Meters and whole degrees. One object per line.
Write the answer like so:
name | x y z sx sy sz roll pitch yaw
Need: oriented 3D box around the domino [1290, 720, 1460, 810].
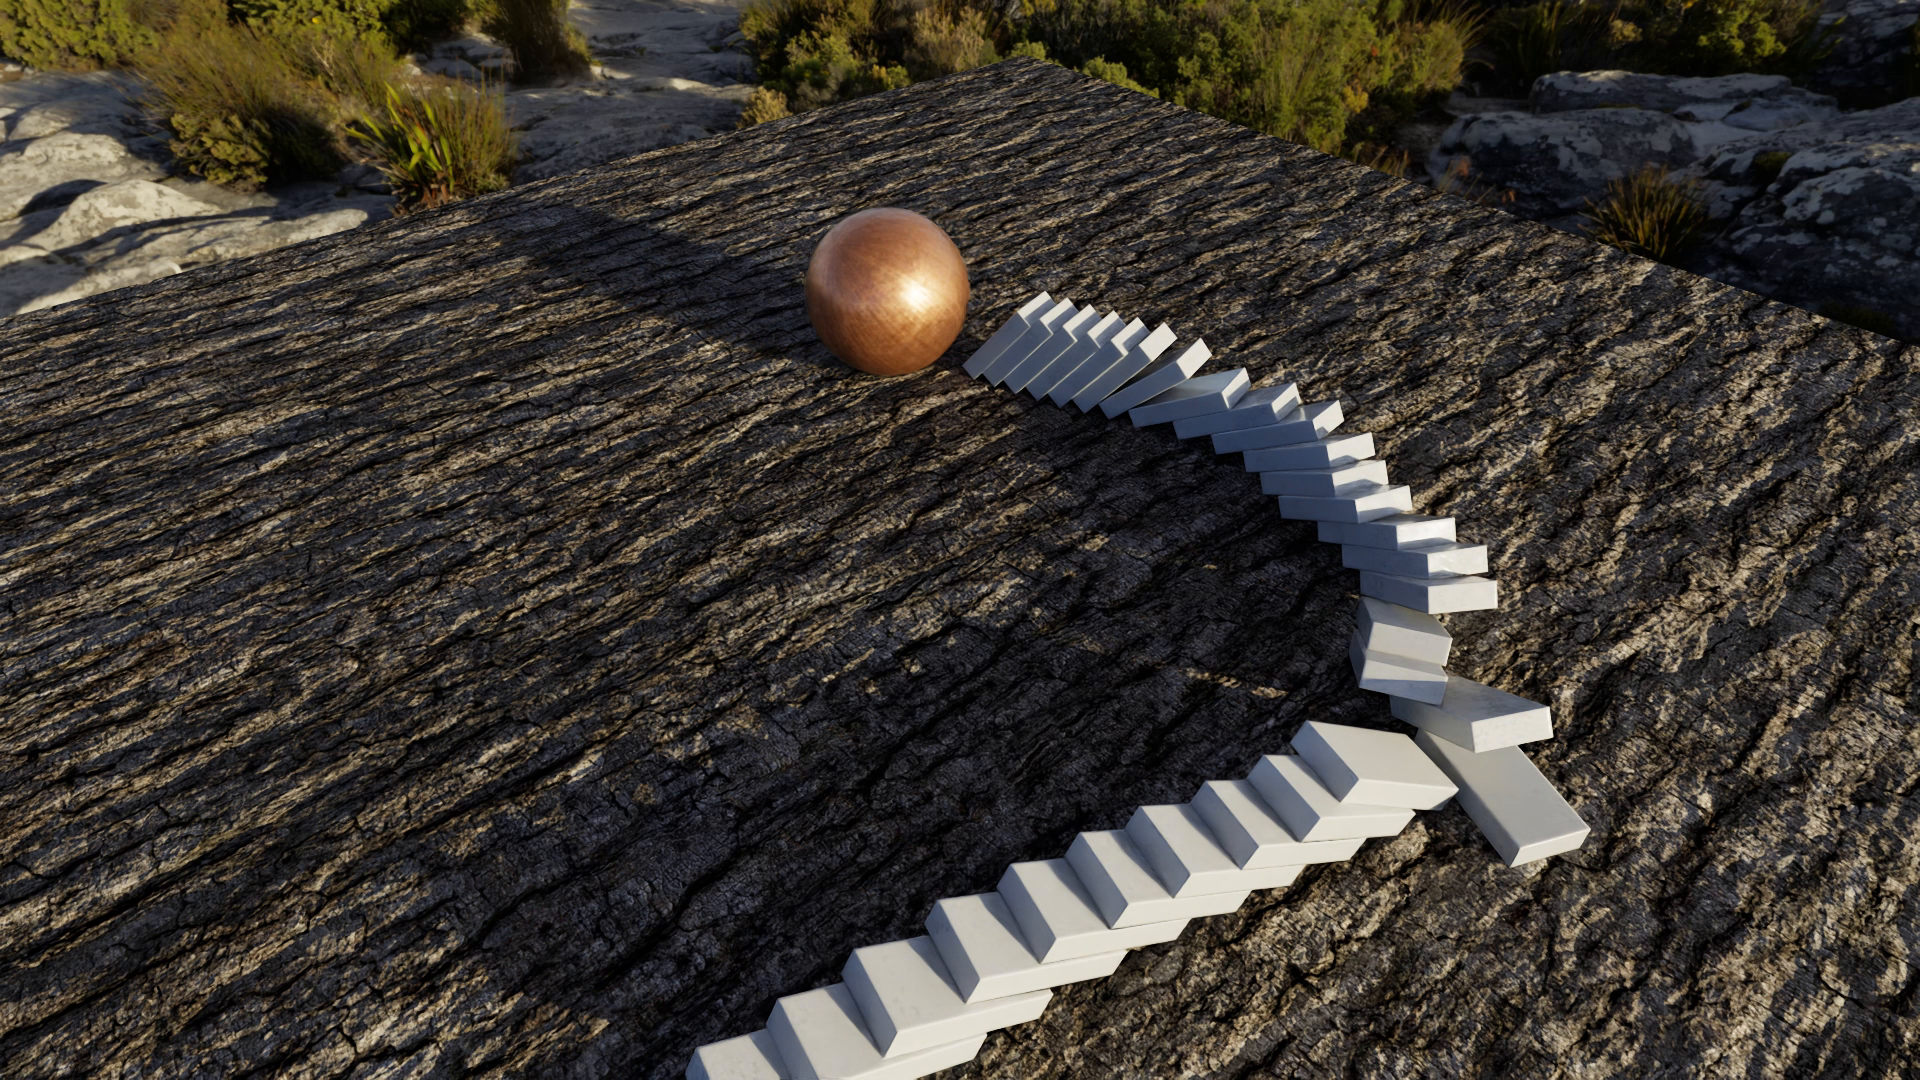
domino | 0.128 0.070 0.339 0.050 0.010 0.025 12 28 -33

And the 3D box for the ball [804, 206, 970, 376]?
ball | -0.035 -0.120 0.535 0.080 0.080 0.080 0 39 0

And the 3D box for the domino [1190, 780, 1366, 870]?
domino | 0.094 0.083 0.325 0.050 0.009 0.025 8 31 -36

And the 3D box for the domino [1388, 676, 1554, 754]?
domino | 0.162 0.055 0.352 0.025 0.009 0.050 -10 5 -5

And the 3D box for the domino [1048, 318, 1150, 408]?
domino | 0.065 -0.083 0.516 0.009 0.050 0.025 50 51 -3

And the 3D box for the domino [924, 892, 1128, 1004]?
domino | 0.018 0.107 0.296 0.050 0.009 0.025 5 32 -35

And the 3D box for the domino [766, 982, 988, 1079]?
domino | -0.020 0.123 0.276 0.050 0.009 0.025 4 30 -40

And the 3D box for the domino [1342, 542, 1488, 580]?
domino | 0.170 0.006 0.414 0.025 0.009 0.050 -7 6 -15

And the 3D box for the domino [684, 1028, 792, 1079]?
domino | -0.038 0.131 0.267 0.050 0.009 0.025 4 30 -40

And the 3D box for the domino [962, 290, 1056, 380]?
domino | 0.024 -0.099 0.537 0.009 0.050 0.025 50 50 -3

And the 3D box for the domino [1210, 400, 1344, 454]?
domino | 0.139 -0.049 0.483 0.050 0.009 0.025 -5 21 47

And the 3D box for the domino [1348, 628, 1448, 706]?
domino | 0.147 0.042 0.373 0.025 0.010 0.050 12 10 14

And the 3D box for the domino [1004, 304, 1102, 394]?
domino | 0.044 -0.091 0.526 0.009 0.050 0.025 50 50 -3

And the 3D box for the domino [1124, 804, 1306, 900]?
domino | 0.074 0.088 0.317 0.050 0.009 0.025 8 30 -36

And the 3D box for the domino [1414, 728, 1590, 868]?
domino | 0.170 0.077 0.349 0.025 0.009 0.050 -10 40 -12

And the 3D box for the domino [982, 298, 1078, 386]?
domino | 0.034 -0.095 0.531 0.009 0.050 0.025 50 50 -3

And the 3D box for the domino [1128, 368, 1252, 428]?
domino | 0.105 -0.065 0.504 0.050 0.009 0.025 -6 27 44

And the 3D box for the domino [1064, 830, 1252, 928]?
domino | 0.056 0.094 0.311 0.050 0.010 0.025 8 30 -36

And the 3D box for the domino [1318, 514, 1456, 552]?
domino | 0.164 -0.004 0.425 0.025 0.010 0.050 -7 6 -15

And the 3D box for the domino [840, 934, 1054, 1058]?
domino | -0.003 0.115 0.285 0.050 0.009 0.025 5 29 -38

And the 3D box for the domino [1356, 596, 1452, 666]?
domino | 0.155 0.031 0.386 0.025 0.009 0.050 12 10 14

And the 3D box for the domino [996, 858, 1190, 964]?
domino | 0.037 0.100 0.304 0.050 0.009 0.025 6 31 -35

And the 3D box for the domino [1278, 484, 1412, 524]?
domino | 0.153 -0.015 0.441 0.025 0.010 0.050 -14 8 -16

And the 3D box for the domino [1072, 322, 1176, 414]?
domino | 0.076 -0.080 0.513 0.009 0.050 0.025 50 50 -3

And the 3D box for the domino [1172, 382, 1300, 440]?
domino | 0.124 -0.058 0.494 0.050 0.010 0.025 -6 23 44

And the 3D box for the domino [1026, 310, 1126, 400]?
domino | 0.054 -0.087 0.521 0.009 0.050 0.025 50 50 -3

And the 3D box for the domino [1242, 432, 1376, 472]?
domino | 0.147 -0.037 0.466 0.025 0.010 0.050 -16 8 -25

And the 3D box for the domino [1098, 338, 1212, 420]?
domino | 0.090 -0.074 0.509 0.050 0.010 0.025 -25 14 49

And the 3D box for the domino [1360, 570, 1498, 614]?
domino | 0.170 0.017 0.401 0.025 0.009 0.050 -5 6 -6

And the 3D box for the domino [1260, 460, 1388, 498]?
domino | 0.149 -0.026 0.454 0.025 0.010 0.050 -14 8 -16

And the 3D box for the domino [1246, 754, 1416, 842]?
domino | 0.112 0.077 0.331 0.050 0.010 0.025 9 30 -38
